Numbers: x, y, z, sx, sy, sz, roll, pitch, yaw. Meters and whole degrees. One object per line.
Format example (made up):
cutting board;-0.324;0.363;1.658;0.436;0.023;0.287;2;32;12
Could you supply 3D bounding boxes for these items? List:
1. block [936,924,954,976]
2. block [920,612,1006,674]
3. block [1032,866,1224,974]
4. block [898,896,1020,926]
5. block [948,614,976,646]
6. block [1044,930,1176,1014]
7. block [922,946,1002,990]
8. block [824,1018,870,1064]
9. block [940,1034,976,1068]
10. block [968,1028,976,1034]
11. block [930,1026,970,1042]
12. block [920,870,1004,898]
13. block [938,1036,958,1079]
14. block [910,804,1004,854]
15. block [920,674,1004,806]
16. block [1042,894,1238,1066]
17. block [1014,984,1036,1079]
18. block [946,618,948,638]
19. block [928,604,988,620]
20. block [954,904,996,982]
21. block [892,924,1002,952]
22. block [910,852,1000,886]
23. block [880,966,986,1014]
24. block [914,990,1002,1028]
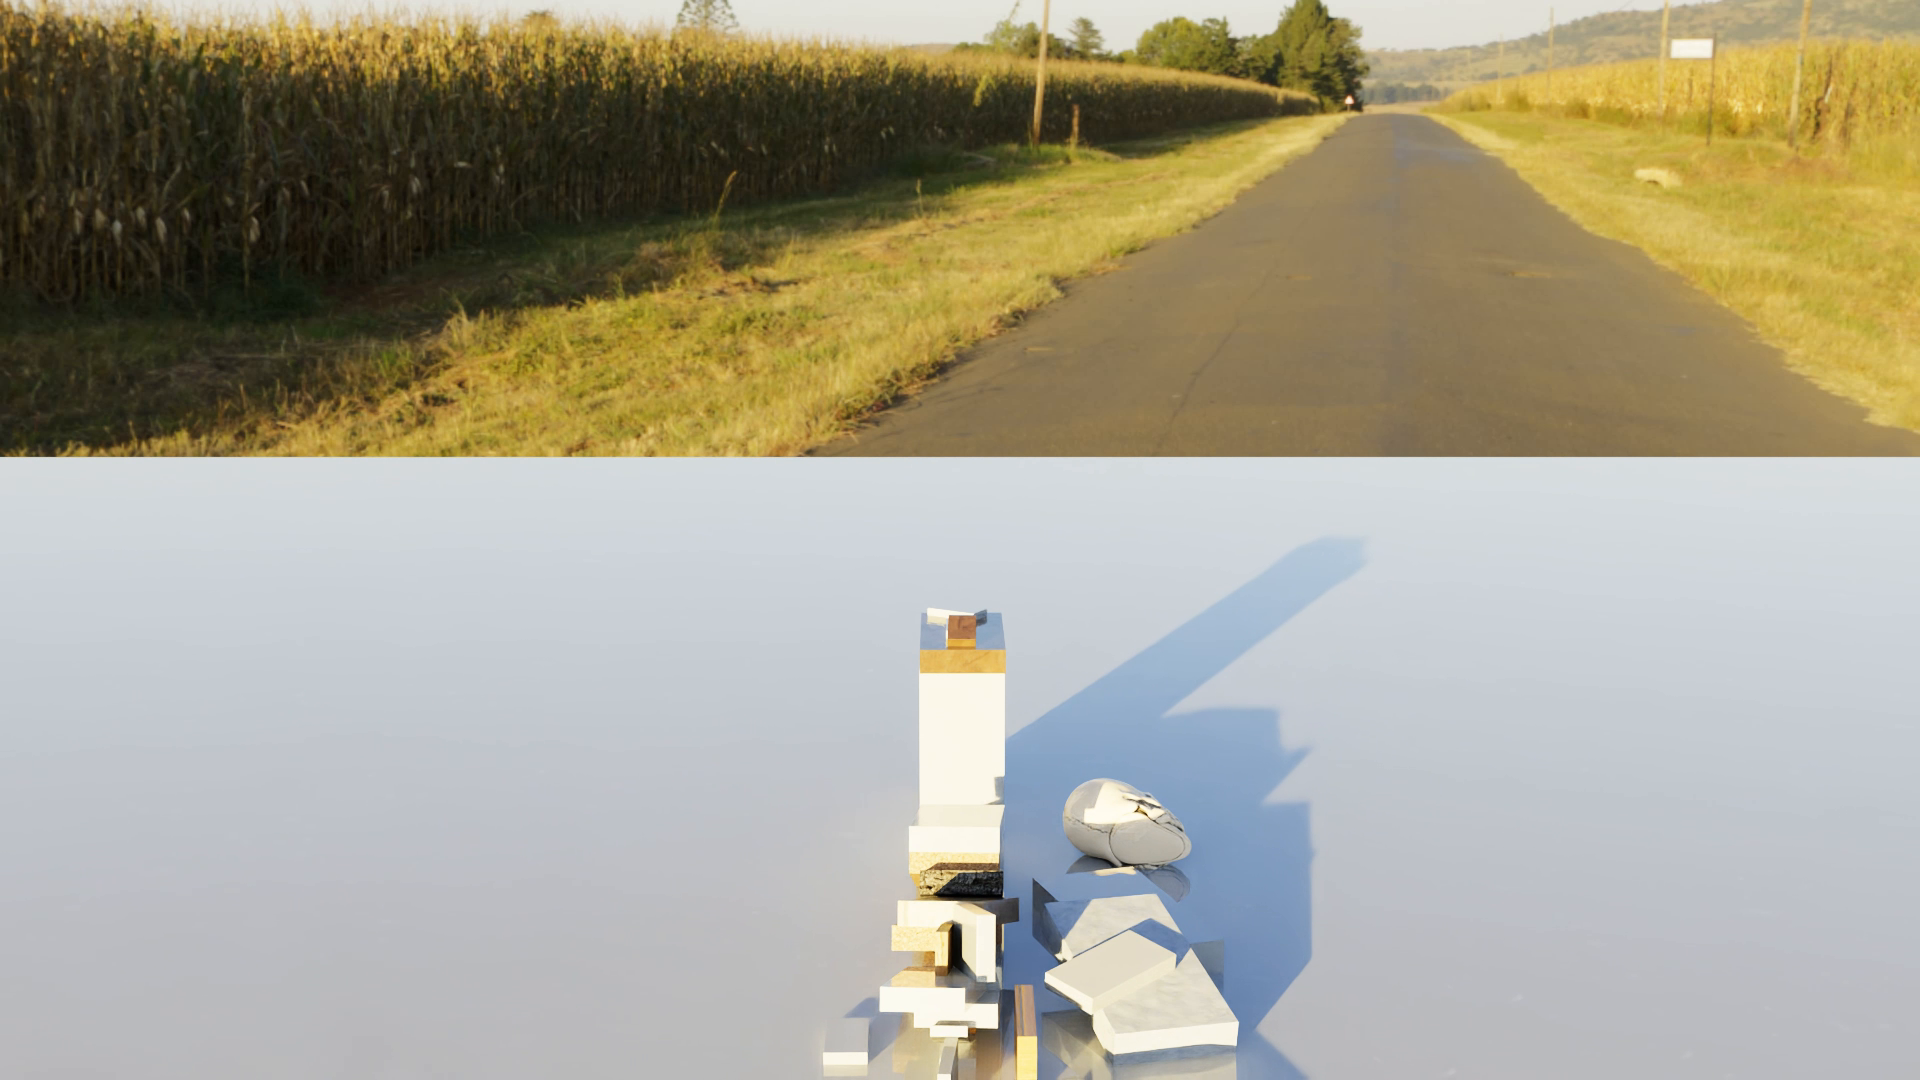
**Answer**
block;-0.022;0.572;3.076;0.017;0.060;0.120;0;-4;4
block;0.004;0.188;4.046;0.153;0.043;0.305;0;11;0
block;0.259;0.603;3.463;0.177;0.050;0.355;-3;11;-18
block;0.001;0.553;3.273;0.128;0.036;0.256;-2;-8;12
block;0.004;0.163;3.961;0.050;0.014;0.101;0;23;1
block;0.213;0.608;3.101;0.177;0.025;0.089;-17;28;-42
block;0.004;0.628;3.235;0.113;0.032;0.226;0;-3;1
block;-0.157;0.696;3.054;0.060;0.017;0.120;0;11;-1
block;-0.003;0.701;3.032;0.050;0.014;0.100;0;11;0
block;-0.004;0.678;3.100;0.050;0.014;0.100;0;-1;-1
block;-0.013;0.672;2.989;0.050;0.014;0.100;0;-17;2
block;0.003;0.553;3.490;0.128;0.036;0.256;0;-13;1
block;-0.016;0.705;2.887;0.017;0.060;0.120;1;11;4
block;-0.002;0.462;3.531;0.139;0.040;0.279;0;0;3
block;0.004;0.378;3.974;0.153;0.305;0.043;0;11;0
block;0.253;0.626;3.164;0.177;0.050;0.355;-3;21;-14
block;0.088;0.676;2.965;0.025;0.089;0.177;0;11;0
block;0.000;0.162;4.027;0.050;0.014;0.101;0;11;0
block;-0.005;0.136;4.164;0.101;0.014;0.050;6;12;30
block;0.019;0.556;3.046;0.025;0.089;0.177;1;-4;-10
block;-0.017;0.595;3.314;0.128;0.036;0.256;-1;-8;9
block;-0.006;0.533;3.569;0.140;0.040;0.279;0;-13;1
block;-0.034;0.613;3.003;0.113;0.032;0.226;0;-4;8
block;0.000;0.651;3.085;0.113;0.032;0.226;0;-4;3
